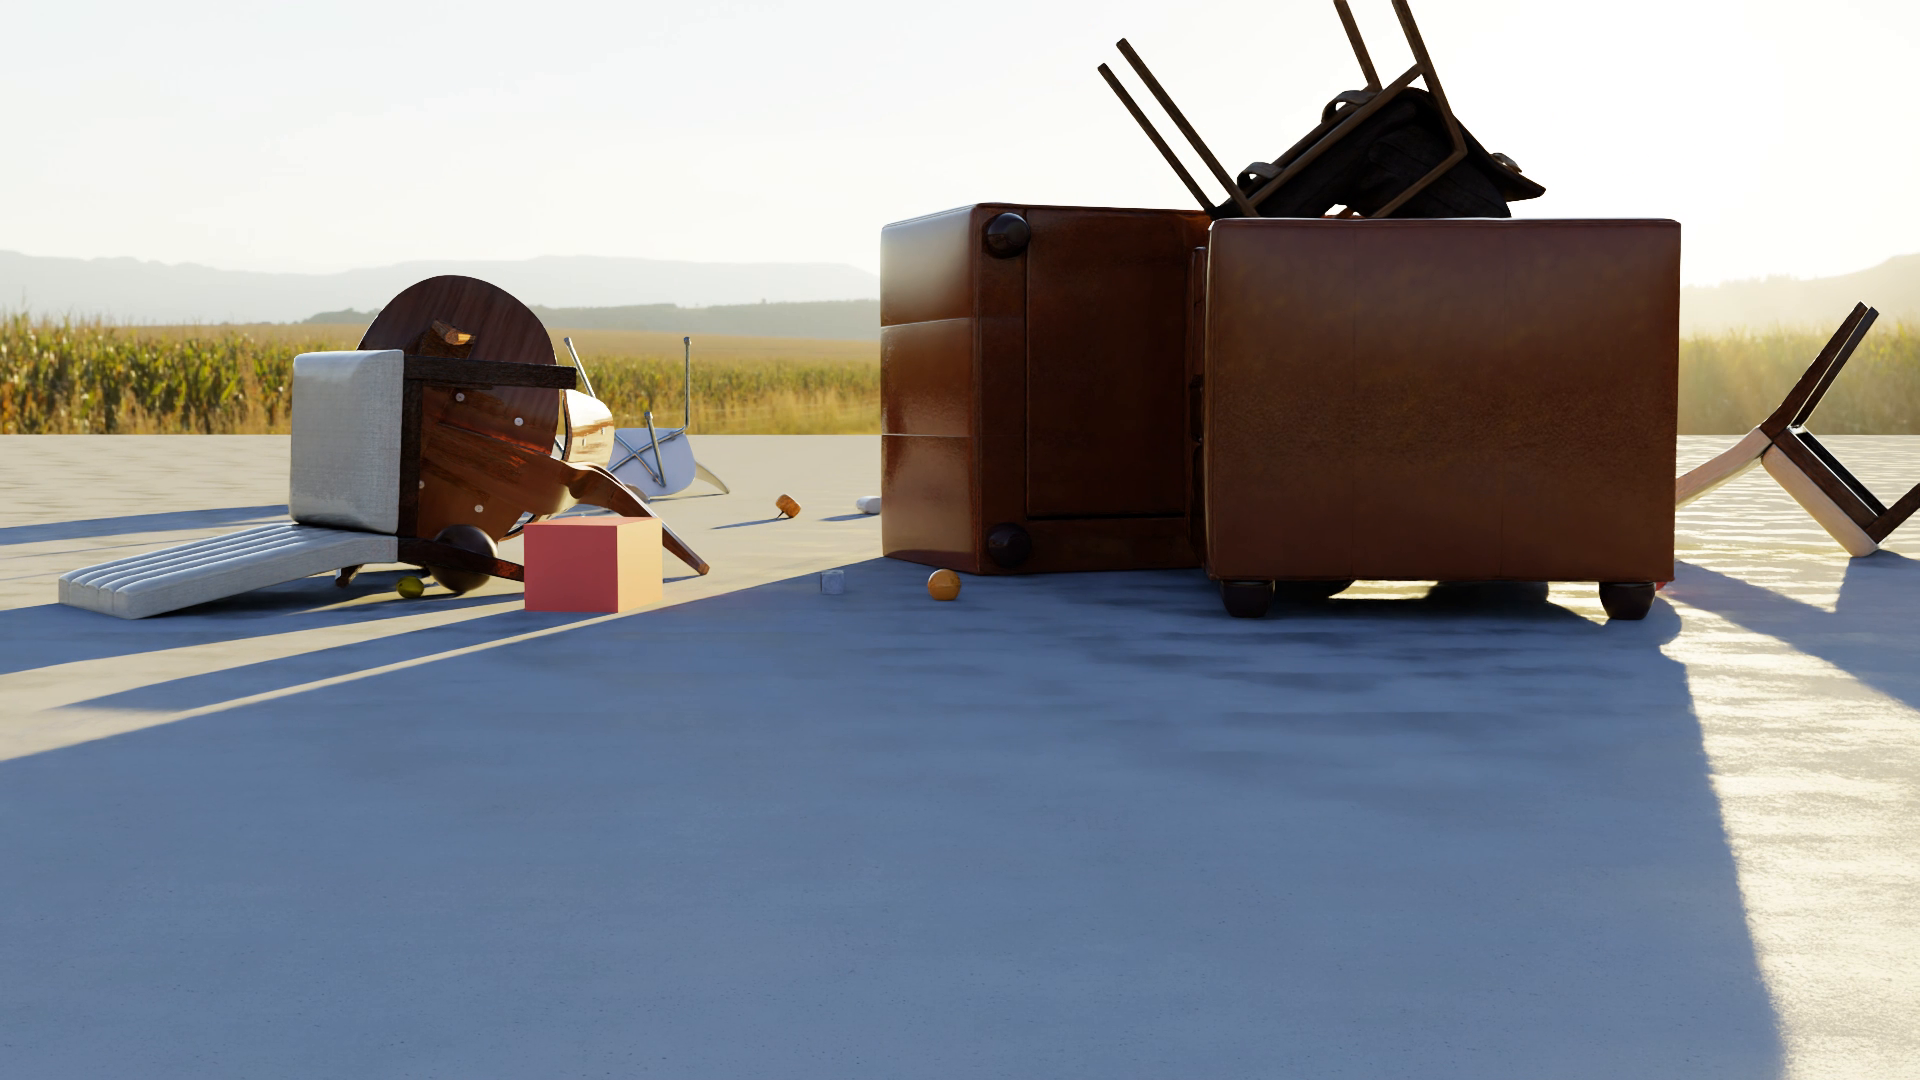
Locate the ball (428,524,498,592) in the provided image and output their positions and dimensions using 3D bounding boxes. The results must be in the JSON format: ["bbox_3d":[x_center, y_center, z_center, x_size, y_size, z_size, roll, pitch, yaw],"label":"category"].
[{"bbox_3d":[-1.097,0.040,4.852,0.152,0.152,0.152,0,4,0],"label":"ball"}]

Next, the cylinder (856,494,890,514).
[{"bbox_3d":[-0.314,-0.126,7.955,0.101,0.059,0.088,3,15,-31],"label":"cylinder"}]

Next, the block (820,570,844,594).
[{"bbox_3d":[-0.283,0.092,4.879,0.049,0.044,0.113,0,4,-5],"label":"block"}]

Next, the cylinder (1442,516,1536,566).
[{"bbox_3d":[1.339,0.002,5.566,0.180,0.122,0.186,0,-17,-8],"label":"cylinder"}]

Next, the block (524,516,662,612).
[{"bbox_3d":[-0.758,0.048,4.562,0.199,0.176,0.276,1,4,11],"label":"block"}]

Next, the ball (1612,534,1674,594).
[{"bbox_3d":[1.495,0.054,4.816,0.130,0.130,0.130,0,4,0],"label":"ball"}]
